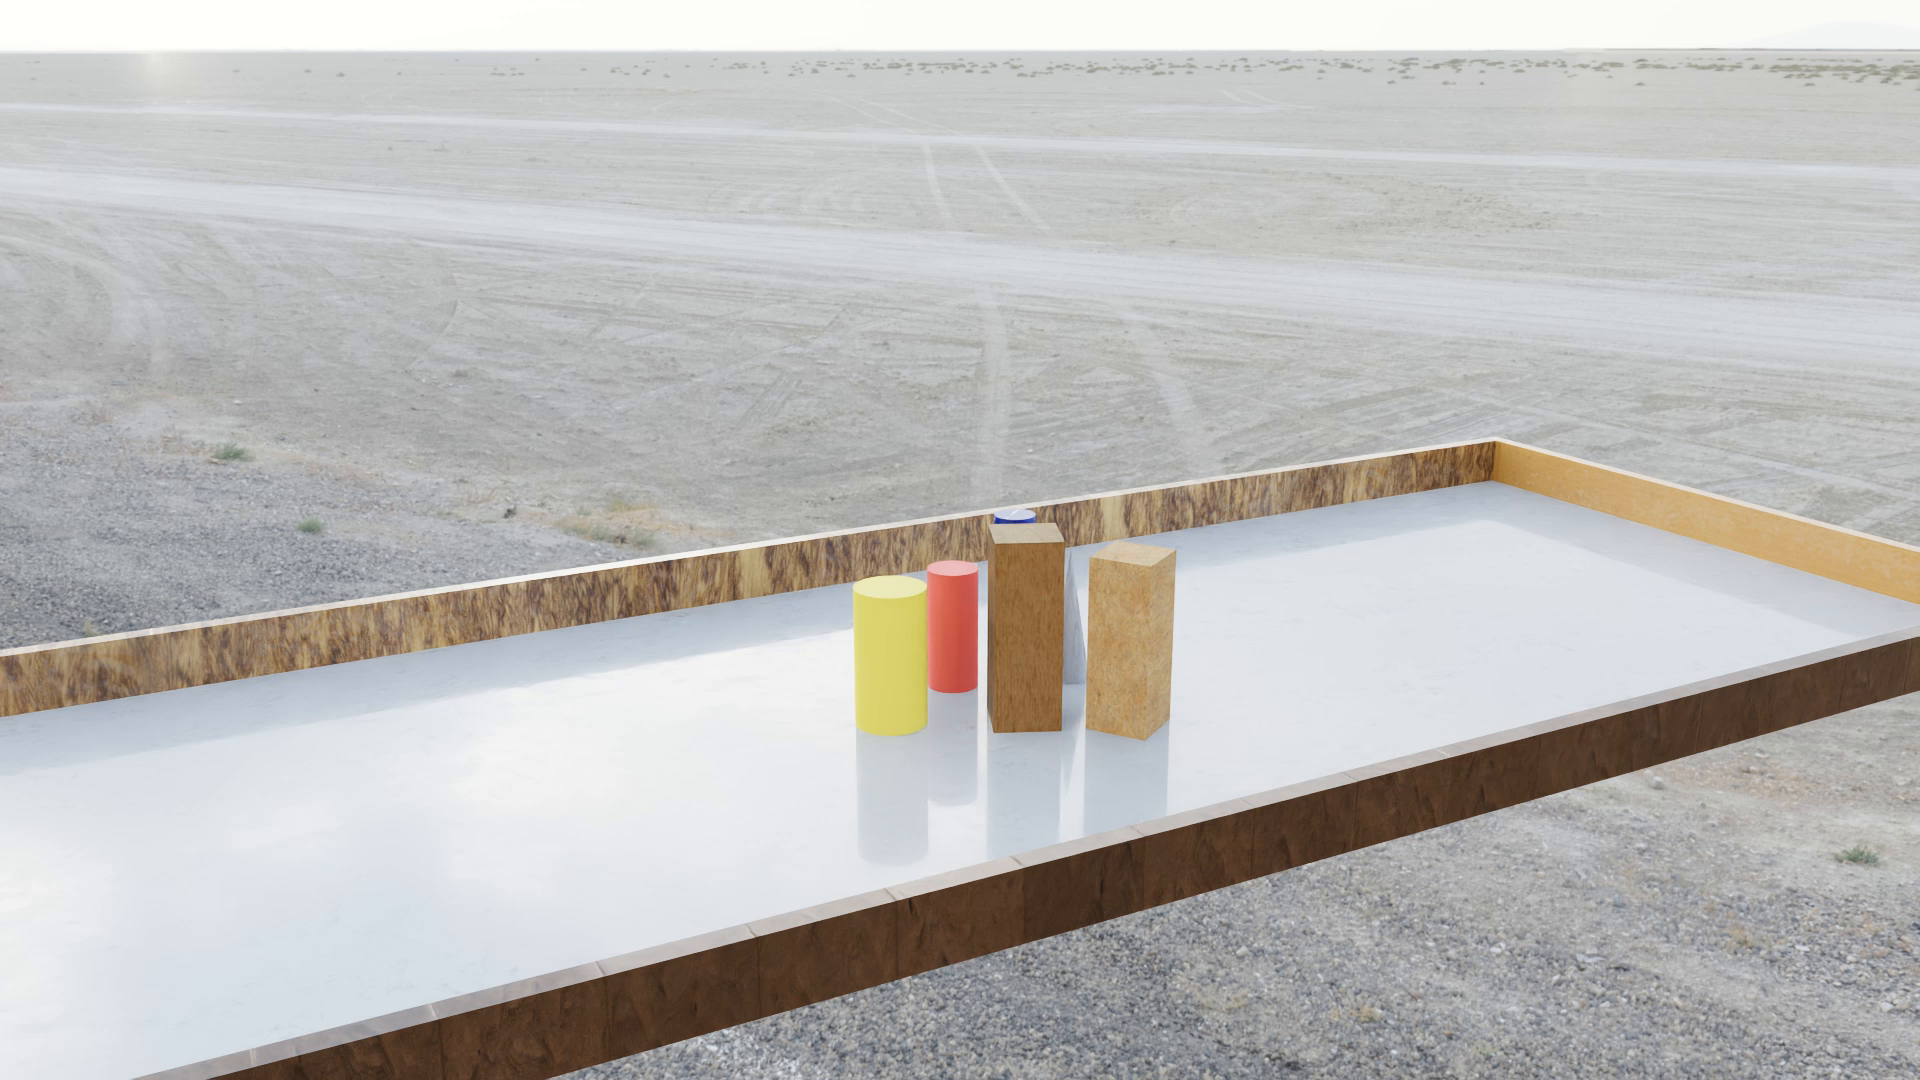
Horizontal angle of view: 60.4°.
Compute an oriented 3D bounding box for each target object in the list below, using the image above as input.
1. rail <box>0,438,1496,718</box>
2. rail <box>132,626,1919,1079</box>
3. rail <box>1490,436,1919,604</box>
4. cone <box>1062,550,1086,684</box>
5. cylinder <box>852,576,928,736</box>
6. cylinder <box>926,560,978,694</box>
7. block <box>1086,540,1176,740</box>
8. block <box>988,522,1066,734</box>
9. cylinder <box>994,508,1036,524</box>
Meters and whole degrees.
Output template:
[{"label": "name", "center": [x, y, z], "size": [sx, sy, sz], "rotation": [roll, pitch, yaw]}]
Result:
[{"label": "rail", "center": [-3.305, 0.497, 3.399], "size": [12.000, 0.150, 0.050], "rotation": [-9, 18, -27]}, {"label": "rail", "center": [-2.336, 1.006, 1.665], "size": [12.000, 0.150, 0.050], "rotation": [-9, 18, -27]}, {"label": "rail", "center": [2.466, -0.048, 5.253], "size": [0.050, 0.150, 2.100], "rotation": [-9, 18, -27]}, {"label": "cone", "center": [0.275, 0.184, 4.126], "size": [0.103, 0.339, 0.103], "rotation": [0, 16, 0]}, {"label": "cylinder", "center": [-0.161, 0.268, 3.848], "size": [0.171, 0.335, 0.171], "rotation": [0, 16, 0]}, {"label": "cylinder", "center": [-0.018, 0.214, 4.085], "size": [0.127, 0.304, 0.127], "rotation": [0, 16, 0]}, {"label": "block", "center": [0.396, 0.231, 3.825], "size": [0.151, 0.419, 0.151], "rotation": [9, 19, 28]}, {"label": "block", "center": [0.151, 0.204, 3.846], "size": [0.159, 0.459, 0.159], "rotation": [-1, 16, -5]}, {"label": "cylinder", "center": [0.142, 0.111, 4.322], "size": [0.109, 0.370, 0.109], "rotation": [0, 16, 0]}]
